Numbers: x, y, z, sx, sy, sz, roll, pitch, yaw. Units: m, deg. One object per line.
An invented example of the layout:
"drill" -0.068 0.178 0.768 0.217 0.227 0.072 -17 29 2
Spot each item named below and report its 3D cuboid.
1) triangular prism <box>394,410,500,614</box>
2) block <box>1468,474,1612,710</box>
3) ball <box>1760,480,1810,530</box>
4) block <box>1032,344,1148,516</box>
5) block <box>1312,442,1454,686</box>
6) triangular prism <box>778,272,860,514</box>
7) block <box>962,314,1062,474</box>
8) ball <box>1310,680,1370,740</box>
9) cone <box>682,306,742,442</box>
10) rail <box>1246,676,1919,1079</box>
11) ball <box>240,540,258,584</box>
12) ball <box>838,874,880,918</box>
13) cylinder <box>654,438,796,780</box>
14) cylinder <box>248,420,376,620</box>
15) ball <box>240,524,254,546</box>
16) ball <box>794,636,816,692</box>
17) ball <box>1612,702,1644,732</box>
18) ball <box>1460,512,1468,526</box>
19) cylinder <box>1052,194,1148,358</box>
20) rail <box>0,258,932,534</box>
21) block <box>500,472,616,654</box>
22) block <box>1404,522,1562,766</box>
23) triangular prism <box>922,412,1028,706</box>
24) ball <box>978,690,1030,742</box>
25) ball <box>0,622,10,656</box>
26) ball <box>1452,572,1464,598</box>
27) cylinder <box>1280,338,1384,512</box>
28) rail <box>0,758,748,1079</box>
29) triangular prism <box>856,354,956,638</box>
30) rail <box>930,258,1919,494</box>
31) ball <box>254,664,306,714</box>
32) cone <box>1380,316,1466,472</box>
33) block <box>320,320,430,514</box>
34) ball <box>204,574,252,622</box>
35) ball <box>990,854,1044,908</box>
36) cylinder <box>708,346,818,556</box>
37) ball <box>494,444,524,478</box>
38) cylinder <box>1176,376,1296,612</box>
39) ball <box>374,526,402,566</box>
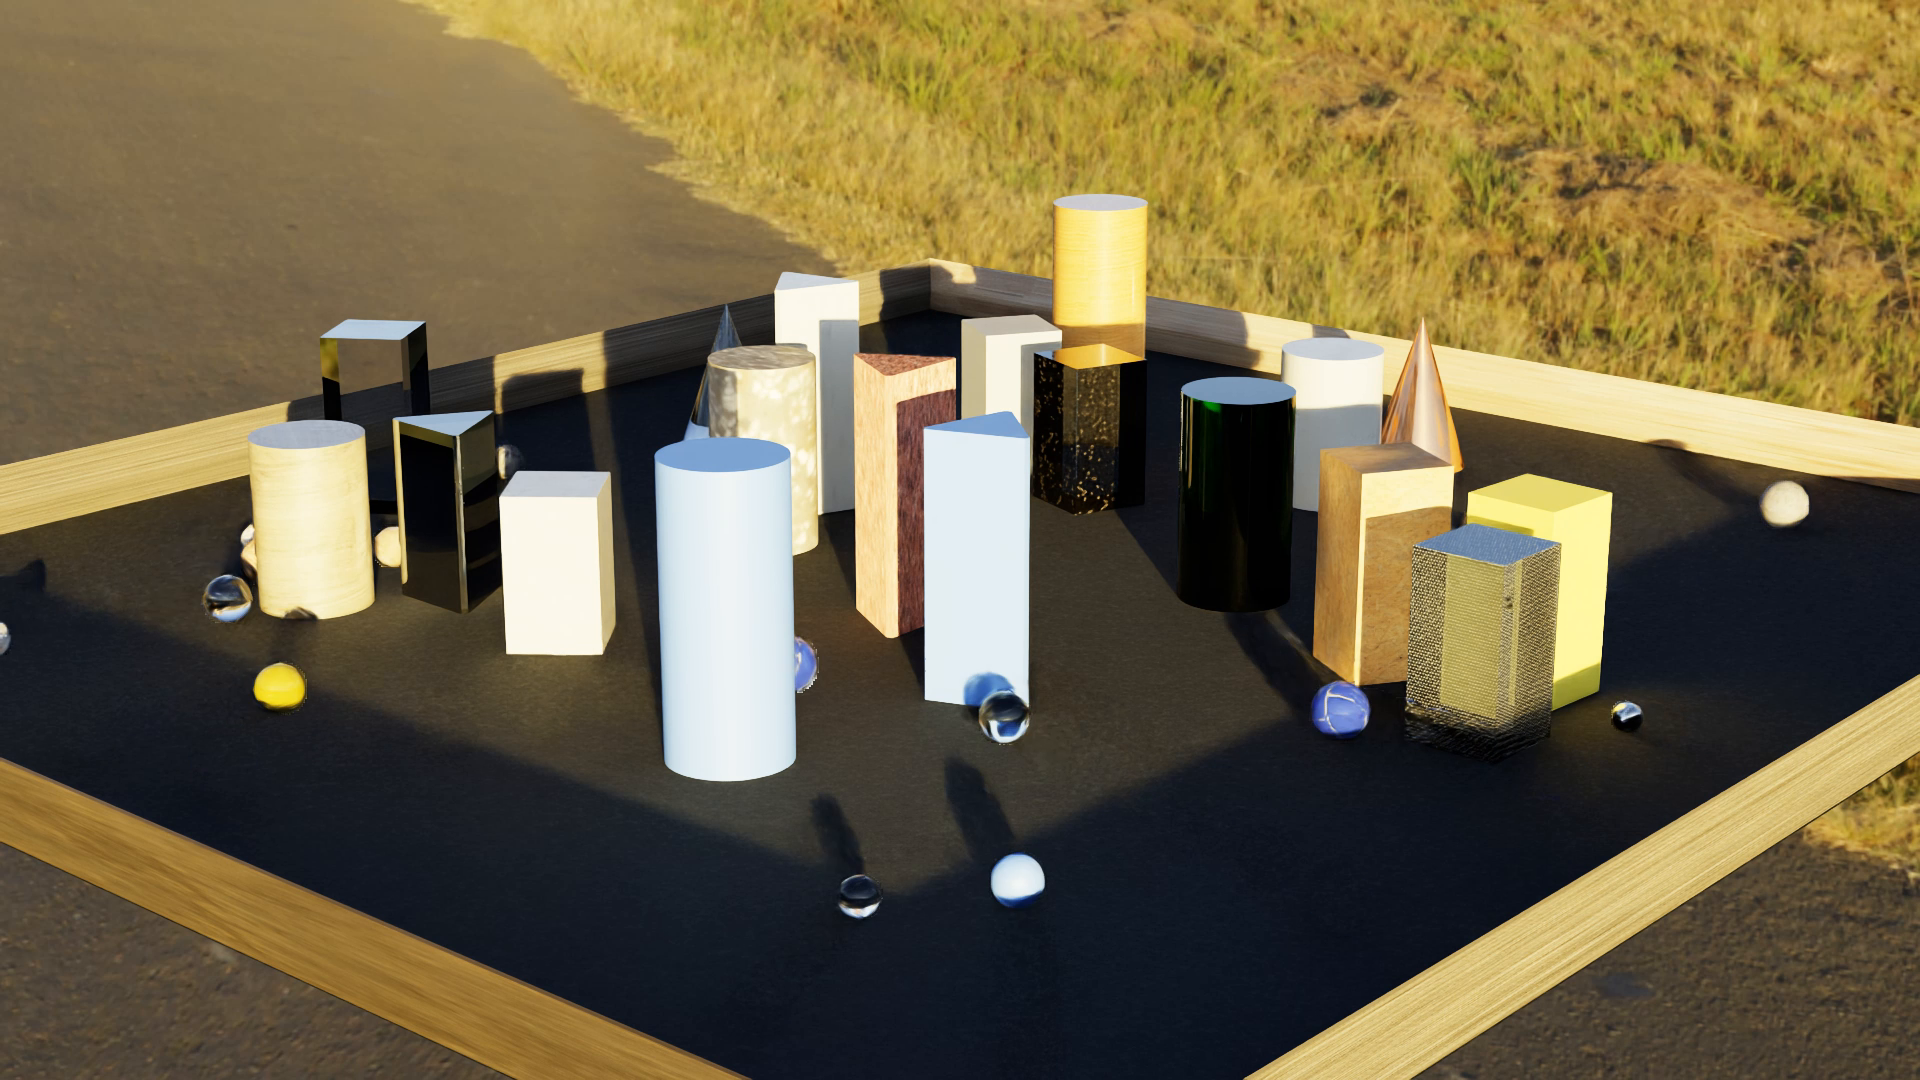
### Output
"triangular prism" -0.863 -0.057 5.091 0.171 0.317 0.148 15 22 40
"block" 0.903 0.083 4.609 0.158 0.327 0.158 -16 23 -42
"ball" 1.550 -0.066 5.513 0.092 0.092 0.092 0 17 0
"block" 0.250 -0.215 5.670 0.158 0.287 0.158 -9 19 -28
"block" 0.680 0.037 4.721 0.158 0.351 0.158 -5 18 -17
"triangular prism" -0.301 -0.283 5.621 0.171 0.444 0.148 -9 19 -27
"block" 0.103 -0.291 5.913 0.158 0.291 0.158 -5 18 -17
"ball" 0.576 0.258 4.440 0.089 0.089 0.089 0 17 0
"cone" -0.482 -0.347 6.091 0.197 0.297 0.197 0 17 0
"rail" 1.187 0.329 4.133 0.045 0.128 3.442 14 22 39
"ball" -1.227 0.036 5.184 0.087 0.087 0.087 0 17 0
"ball" -0.132 0.464 3.816 0.057 0.057 0.057 0 17 0
"cylinder" -0.343 0.100 4.310 0.197 0.468 0.197 0 17 0
"cylinder" -1.117 -0.037 5.053 0.197 0.301 0.197 0 17 0
"ball" -1.287 -0.002 5.363 0.055 0.055 0.055 0 17 0
"ball" -0.273 0.196 4.643 0.092 0.092 0.092 0 17 0
"ball" 1.019 0.270 4.475 0.047 0.047 0.047 0 17 0
"ball" 0.958 -0.017 5.339 0.099 0.099 0.099 0 17 0
"cylinder" 0.292 -0.471 6.175 0.197 0.485 0.197 0 17 0
"rail" -1.187 -0.265 6.107 0.045 0.128 3.442 14 22 39
"block" -0.665 0.037 4.864 0.158 0.269 0.158 0 17 2
"block" 0.785 0.154 4.407 0.158 0.309 0.158 15 22 40
"triangular prism" 0.049 0.028 4.596 0.171 0.440 0.148 6 18 20
"ball" 0.067 0.267 4.430 0.078 0.078 0.078 0 17 0
"ball" -1.590 0.161 4.795 0.071 0.071 0.071 0 17 0
"ball" 0.882 0.078 5.106 0.050 0.050 0.050 0 17 0
"cylinder" 0.717 -0.224 5.679 0.197 0.299 0.197 0 17 0
"rail" -1.113 0.402 3.893 3.191 0.128 0.045 14 22 39
"triangular prism" -0.119 -0.084 4.953 0.148 0.450 0.171 14 21 38
"rail" 1.113 -0.338 6.347 3.191 0.128 0.045 14 22 39
"ball" -1.056 0.231 4.551 0.079 0.079 0.079 0 17 0
"cone" 0.929 -0.303 5.927 0.197 0.306 0.197 0 17 0
"block" -1.119 -0.237 5.644 0.158 0.344 0.158 2 17 7
"ball" -1.244 0.100 4.981 0.081 0.081 0.081 0 17 0
"ball" 0.075 0.447 3.844 0.072 0.072 0.072 0 17 0
"cylinder" -0.361 -0.164 5.387 0.197 0.351 0.197 0 17 0
"ball" -0.903 -0.156 5.853 0.068 0.068 0.068 0 17 0
"cylinder" 0.478 -0.080 5.079 0.197 0.369 0.197 0 17 0
"ball" -1.022 0.012 5.289 0.071 0.071 0.071 0 17 0
